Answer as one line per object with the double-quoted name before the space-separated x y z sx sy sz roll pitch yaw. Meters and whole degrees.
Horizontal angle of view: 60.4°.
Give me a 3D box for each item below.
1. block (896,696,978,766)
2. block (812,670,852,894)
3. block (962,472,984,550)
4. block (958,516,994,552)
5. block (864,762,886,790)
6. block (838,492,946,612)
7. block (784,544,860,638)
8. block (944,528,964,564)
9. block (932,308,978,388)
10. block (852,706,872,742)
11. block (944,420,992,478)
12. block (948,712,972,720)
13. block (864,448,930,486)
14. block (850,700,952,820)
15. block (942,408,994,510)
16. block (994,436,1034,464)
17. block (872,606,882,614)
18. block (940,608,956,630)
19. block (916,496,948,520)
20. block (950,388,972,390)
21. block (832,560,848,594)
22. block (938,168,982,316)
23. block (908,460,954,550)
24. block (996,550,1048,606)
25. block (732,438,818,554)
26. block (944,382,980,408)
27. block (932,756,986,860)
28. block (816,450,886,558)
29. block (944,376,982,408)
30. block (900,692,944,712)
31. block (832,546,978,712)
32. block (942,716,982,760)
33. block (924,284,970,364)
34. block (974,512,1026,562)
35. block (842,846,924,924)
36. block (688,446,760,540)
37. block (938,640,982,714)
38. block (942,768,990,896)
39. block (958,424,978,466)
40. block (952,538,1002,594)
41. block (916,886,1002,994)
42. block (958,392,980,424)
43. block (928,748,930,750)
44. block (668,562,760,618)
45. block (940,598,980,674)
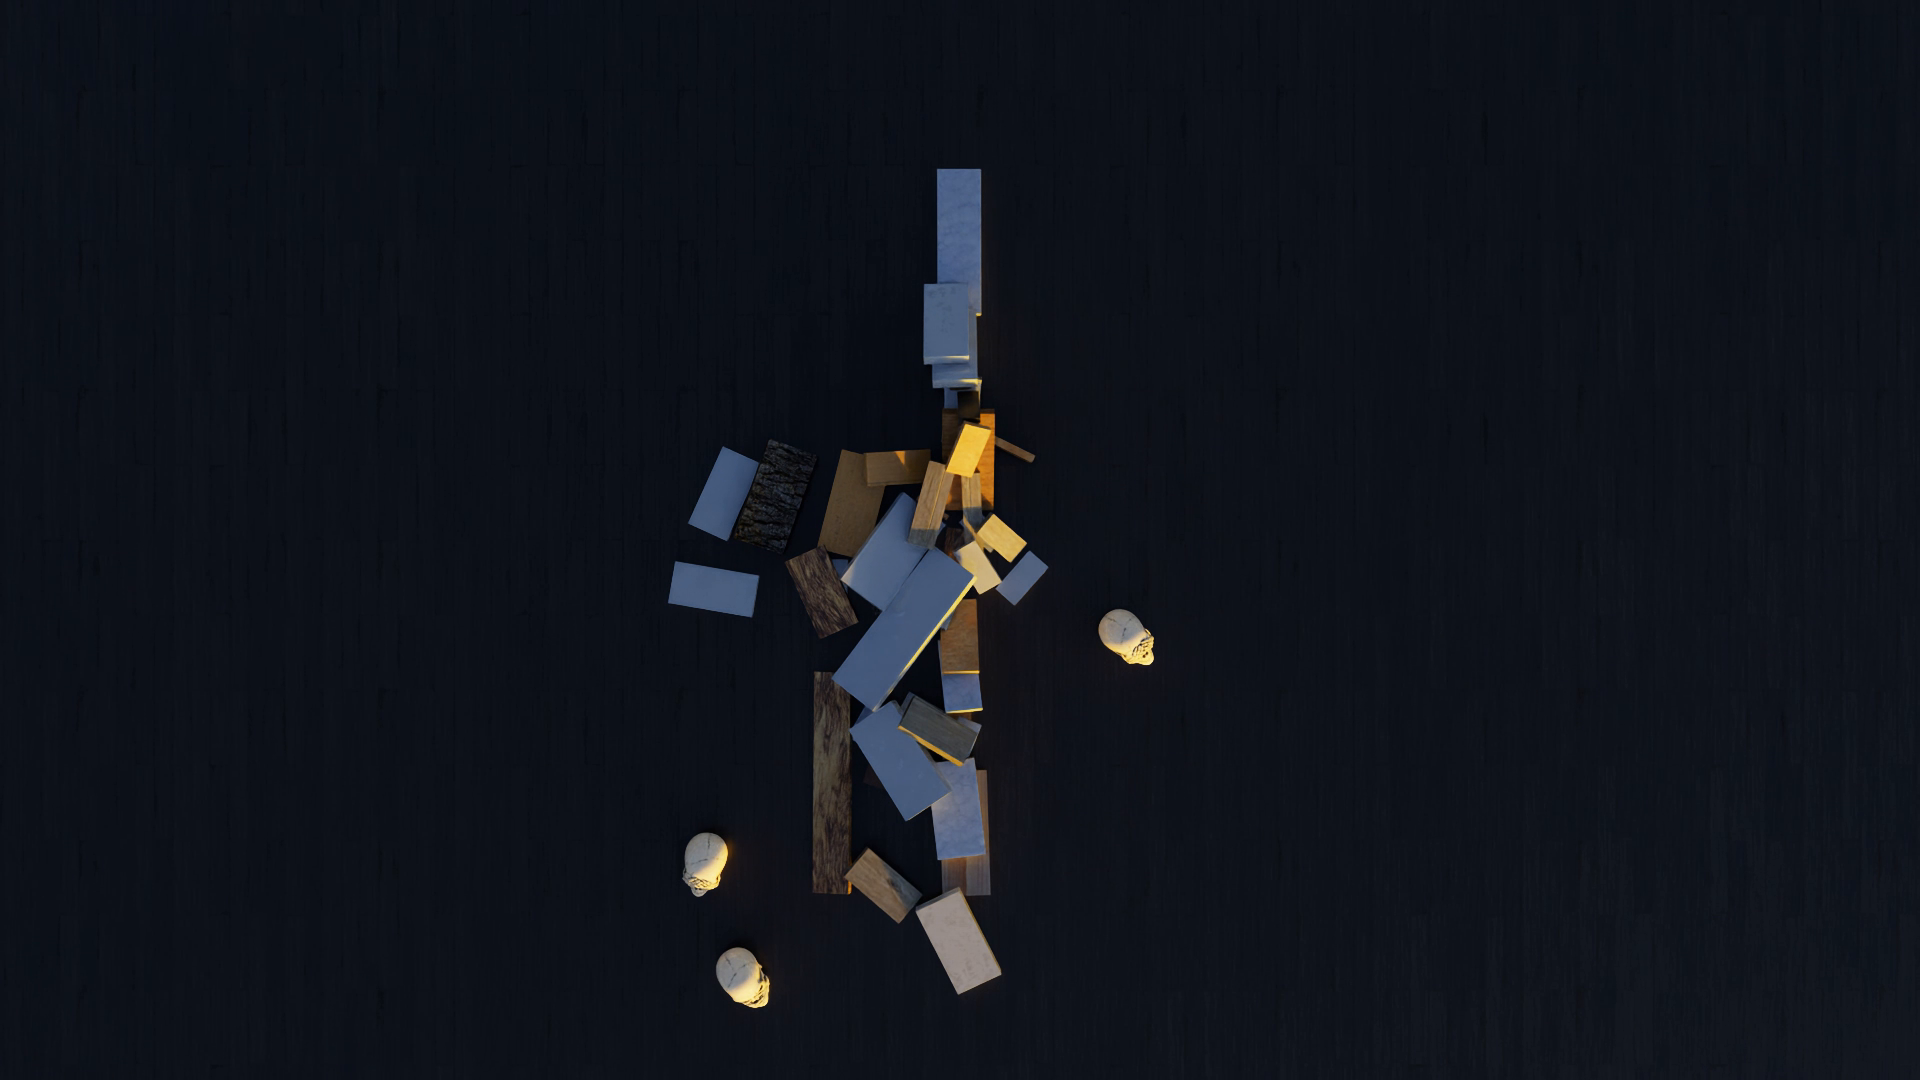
"block" -0.074 0.625 5.392 0.244 0.035 0.122 32 57 -7
"block" -0.423 0.803 5.472 0.123 0.035 0.733 0 90 11
"block" 0.043 -0.055 5.429 0.062 0.017 0.351 -3 111 0
"block" 0.071 -0.034 5.476 0.146 0.021 0.073 44 84 -8
"block" -0.226 0.704 5.465 0.123 0.035 0.246 17 92 14
"block" -0.224 0.038 5.430 0.177 0.050 0.354 38 82 -14
"block" -0.455 0.170 5.441 0.140 0.040 0.280 -24 93 2
"block" -0.017 0.034 5.490 0.073 0.021 0.146 7 90 0
"block" -0.017 -0.626 5.380 0.145 0.041 0.290 -1 58 1
"block" -0.311 0.612 5.490 0.068 0.019 0.136 31 90 0
"block" 0.025 -0.291 5.292 0.090 0.026 0.180 12 120 -20
"block" -0.003 0.592 5.489 0.081 0.023 0.161 -2 90 0
"block" -0.205 -0.239 5.445 0.221 0.031 0.110 -5 96 -18
"block" -0.194 0.722 5.408 0.177 0.050 0.354 -35 80 13
"block" 0.026 -0.262 5.384 0.169 0.048 0.338 0 114 0
"block" 0.161 -0.305 5.455 0.180 0.090 0.026 26 90 0
"block" -0.186 0.183 5.484 0.221 0.031 0.110 -6 90 0
"block" -0.052 0.218 5.446 0.073 0.021 0.146 20 79 14
"block" -0.091 -0.106 5.469 0.123 0.062 0.017 33 90 0
"block" -0.005 -0.580 5.386 0.069 0.020 0.209 -4 58 0
"block" -0.429 0.174 5.484 0.110 0.031 0.221 1 90 0
"block" -0.003 -0.988 5.479 0.145 0.041 0.480 0 90 0
"block" -0.093 -0.116 5.379 0.090 0.025 0.283 15 102 -4
"block" 0.206 0.126 5.488 0.086 0.024 0.171 42 90 0
"block" -0.611 -0.144 5.456 0.169 0.048 0.347 19 90 -14
"block" 0.010 -0.395 5.392 0.114 0.032 0.229 -2 103 1
"block" -0.013 0.882 5.432 0.159 0.045 0.319 -7 90 0
"block" -0.350 -0.116 5.476 0.169 0.048 0.338 14 90 0
"block" 0.004 -0.429 5.437 0.114 0.032 0.229 5 114 -1
"block" -0.126 0.567 5.490 0.136 0.019 0.068 29 90 0
"block" -0.182 0.290 5.413 0.177 0.050 0.551 36 87 15
"block" 0.005 0.672 5.466 0.081 0.023 0.161 22 91 0
"block" -0.044 -0.706 5.372 0.145 0.041 0.290 -1 62 2
"block" 0.134 -0.008 5.448 0.171 0.024 0.086 40 90 -29
"block" -0.255 1.140 5.452 0.246 0.035 0.123 43 81 -10
"block" -0.779 -0.154 5.480 0.140 0.040 0.280 24 90 0
"block" -0.001 0.446 5.444 0.122 0.035 0.244 -6 73 -2
"block" 0.015 0.970 5.477 0.159 0.045 0.413 -2 90 0
"block" 0.025 -0.307 5.326 0.069 0.020 0.138 3 114 -1
"block" 0.058 0.087 5.458 0.085 0.024 0.171 -30 106 10
"block" -0.005 1.324 5.453 0.159 0.045 0.319 -26 97 3
"block" 0.028 -0.427 5.301 0.069 0.138 0.020 -2 133 -1
"block" -0.137 0.653 5.490 0.136 0.019 0.068 13 90 0
"block" -0.817 0.163 5.480 0.280 0.040 0.140 10 90 0
"block" -0.003 0.319 5.447 0.122 0.035 0.244 -2 73 0
